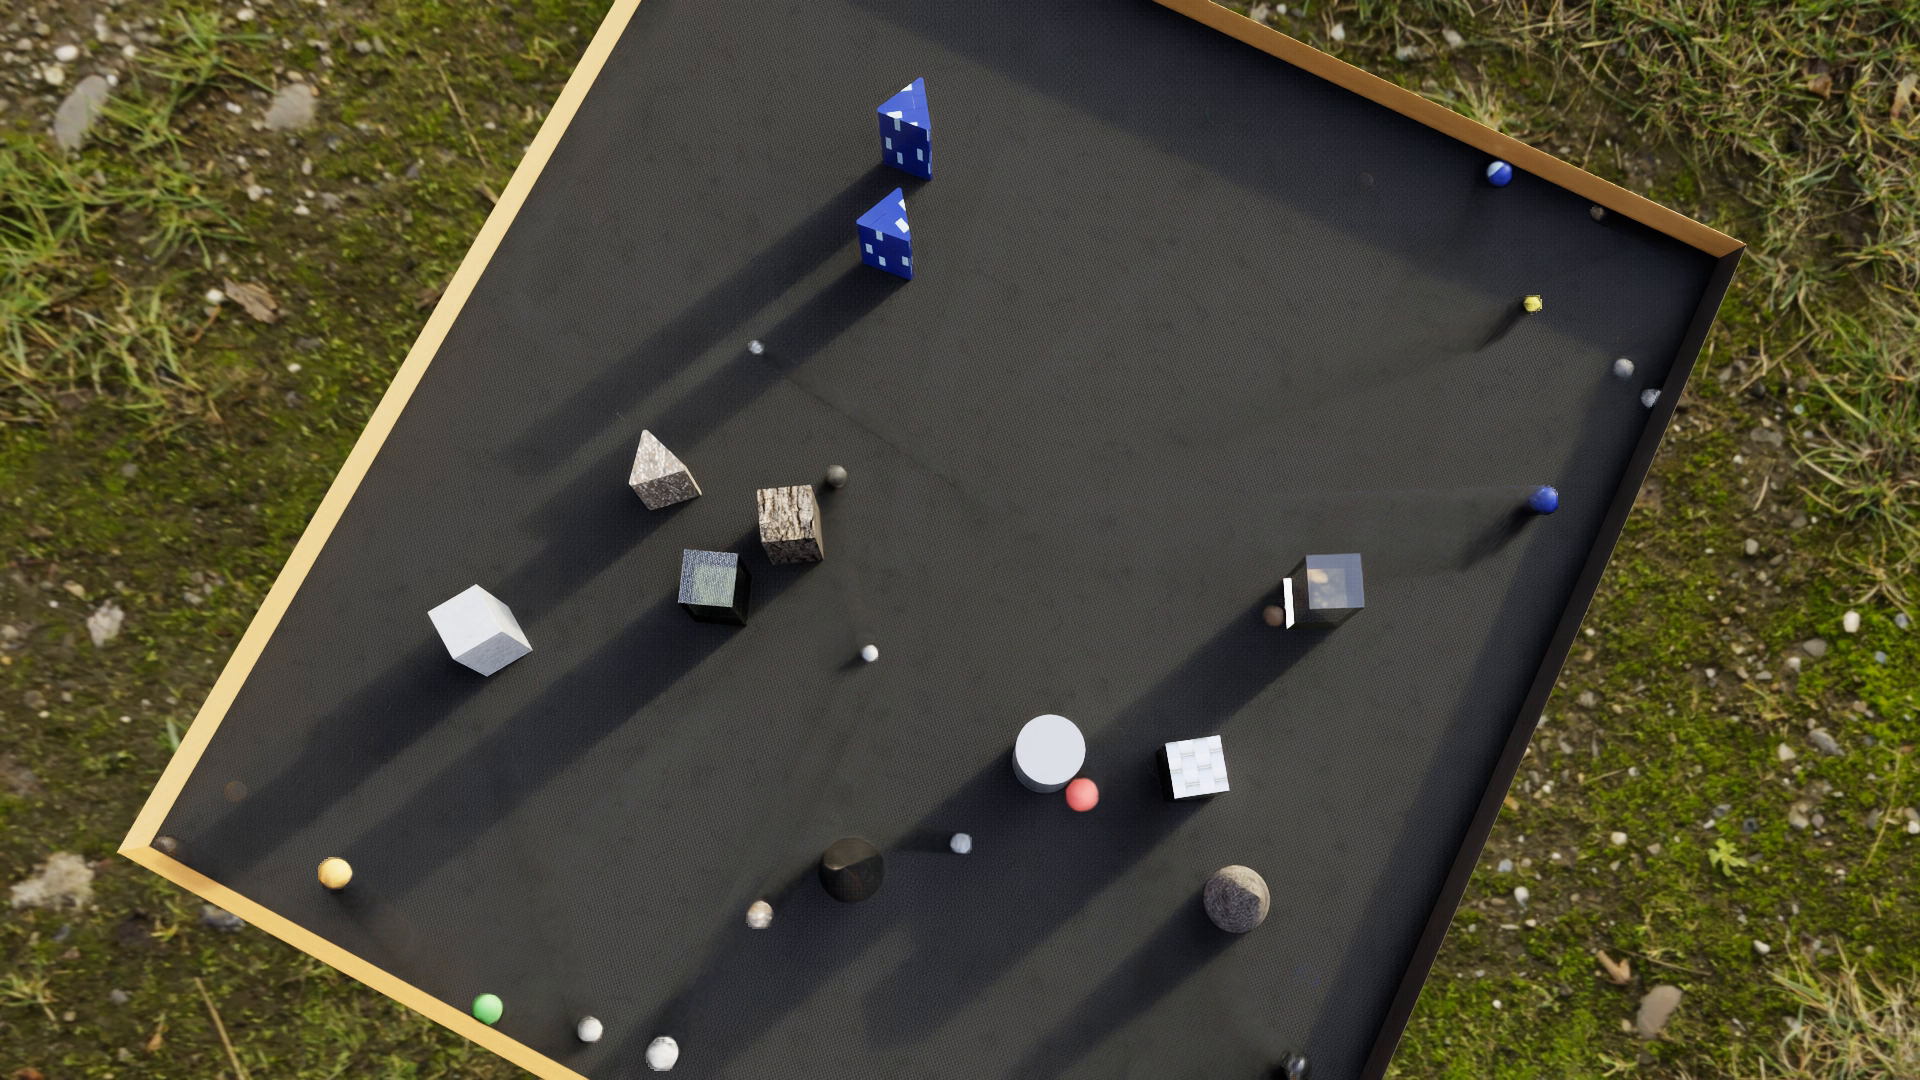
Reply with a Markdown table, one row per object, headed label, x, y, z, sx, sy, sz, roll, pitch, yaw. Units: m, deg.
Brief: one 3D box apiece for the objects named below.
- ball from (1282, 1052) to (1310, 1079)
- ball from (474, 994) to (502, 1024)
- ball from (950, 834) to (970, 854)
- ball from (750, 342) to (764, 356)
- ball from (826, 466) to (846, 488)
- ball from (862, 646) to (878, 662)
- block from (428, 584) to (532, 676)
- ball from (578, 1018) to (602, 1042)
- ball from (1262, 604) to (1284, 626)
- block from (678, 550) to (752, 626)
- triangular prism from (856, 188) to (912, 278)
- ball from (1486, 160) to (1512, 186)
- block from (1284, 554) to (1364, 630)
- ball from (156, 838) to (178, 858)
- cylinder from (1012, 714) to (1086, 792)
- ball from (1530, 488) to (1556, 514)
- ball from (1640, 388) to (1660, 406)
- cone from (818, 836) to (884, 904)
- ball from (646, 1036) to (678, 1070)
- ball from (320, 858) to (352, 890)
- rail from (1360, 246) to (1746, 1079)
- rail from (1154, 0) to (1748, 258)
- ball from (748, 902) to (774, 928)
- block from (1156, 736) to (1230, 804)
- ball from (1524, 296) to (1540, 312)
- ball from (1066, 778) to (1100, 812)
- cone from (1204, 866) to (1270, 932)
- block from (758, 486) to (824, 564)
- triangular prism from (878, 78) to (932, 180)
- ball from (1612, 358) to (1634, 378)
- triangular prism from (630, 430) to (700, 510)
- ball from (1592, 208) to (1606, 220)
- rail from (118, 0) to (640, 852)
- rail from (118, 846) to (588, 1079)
| label | x | y | z | sx | sy | sz | roll | pitch | yaw |
| --- | --- | --- | --- | --- | --- | --- | --- | --- | --- |
| ball | 0.968 | 1.513 | 5.263 | 0.079 | 0.079 | 0.079 | 0 | 78 | 0 |
| ball | -1.363 | 1.356 | 5.293 | 0.084 | 0.084 | 0.084 | 0 | 78 | 0 |
| ball | 0.001 | 0.894 | 5.401 | 0.060 | 0.060 | 0.060 | 0 | 78 | 0 |
| ball | -0.632 | -0.598 | 5.717 | 0.045 | 0.045 | 0.045 | 0 | 78 | 0 |
| ball | -0.380 | -0.193 | 5.624 | 0.063 | 0.063 | 0.063 | 0 | 78 | 0 |
| ball | -0.272 | 0.341 | 5.522 | 0.048 | 0.048 | 0.048 | 0 | 78 | 0 |
| block | -1.401 | 0.269 | 5.368 | 0.156 | 0.377 | 0.156 | -30 | 80 | -6 |
| ball | -1.069 | 1.413 | 5.289 | 0.069 | 0.069 | 0.069 | 0 | 78 | 0 |
| ball | 0.945 | 0.226 | 5.537 | 0.064 | 0.064 | 0.064 | 0 | 78 | 0 |
| block | -0.719 | 0.144 | 5.408 | 0.156 | 0.349 | 0.156 | 5 | 78 | 1 |
| triangular prism | -0.205 | -0.953 | 5.640 | 0.169 | 0.340 | 0.146 | 19 | 79 | 4 |
| ball | 1.710 | -1.164 | 5.815 | 0.083 | 0.083 | 0.083 | 0 | 78 | 0 |
| block | 1.068 | 0.154 | 5.395 | 0.156 | 0.370 | 0.156 | -2 | 78 | 0 |
| ball | -2.334 | 0.906 | 5.398 | 0.061 | 0.061 | 0.061 | 0 | 78 | 0 |
| cylinder | 0.253 | 0.623 | 5.304 | 0.195 | 0.359 | 0.195 | 0 | 78 | 0 |
| ball | 1.783 | -0.121 | 5.601 | 0.080 | 0.080 | 0.080 | 0 | 78 | 0 |
| ball | 2.141 | -0.442 | 5.679 | 0.058 | 0.058 | 0.058 | 0 | 78 | 0 |
| cone | -0.320 | 0.941 | 5.251 | 0.195 | 0.335 | 0.195 | 0 | 78 | 0 |
| ball | -0.854 | 1.473 | 5.265 | 0.091 | 0.091 | 0.091 | 0 | 78 | 0 |
| ball | -1.830 | 0.978 | 5.368 | 0.089 | 0.089 | 0.089 | 0 | 78 | 0 |
| rail | 1.558 | 0.770 | 5.391 | 0.045 | 0.127 | 3.843 | 26 | 80 | 5 |
| rail | 0.849 | -1.655 | 5.893 | 3.532 | 0.127 | 0.045 | 26 | 80 | 5 |
| ball | -0.583 | 1.094 | 5.352 | 0.076 | 0.076 | 0.076 | 0 | 78 | 0 |
| block | 0.673 | 0.672 | 5.334 | 0.156 | 0.281 | 0.156 | -8 | 78 | -2 |
| ball | 1.793 | -0.740 | 5.745 | 0.048 | 0.048 | 0.048 | 0 | 78 | 0 |
| ball | 0.362 | 0.752 | 5.412 | 0.098 | 0.098 | 0.098 | 0 | 78 | 0 |
| cone | 0.815 | 1.015 | 5.193 | 0.195 | 0.418 | 0.195 | 0 | 78 | 0 |
| block | -0.502 | -0.042 | 5.452 | 0.156 | 0.339 | 0.156 | -5 | 78 | -1 |
| triangular prism | -0.142 | -1.285 | 5.685 | 0.169 | 0.387 | 0.146 | 21 | 79 | 4 |
| ball | 2.061 | -0.533 | 5.695 | 0.062 | 0.062 | 0.062 | 0 | 78 | 0 |
| triangular prism | -0.899 | -0.219 | 5.494 | 0.169 | 0.330 | 0.146 | -17 | 79 | -3 |
| ball | 2.025 | -1.034 | 5.809 | 0.041 | 0.041 | 0.041 | 0 | 78 | 0 |
| rail | -1.558 | -0.756 | 5.707 | 0.045 | 0.127 | 3.843 | 26 | 80 | 5 |
| rail | -0.849 | 1.669 | 5.205 | 3.532 | 0.127 | 0.045 | 26 | 80 | 5 |
